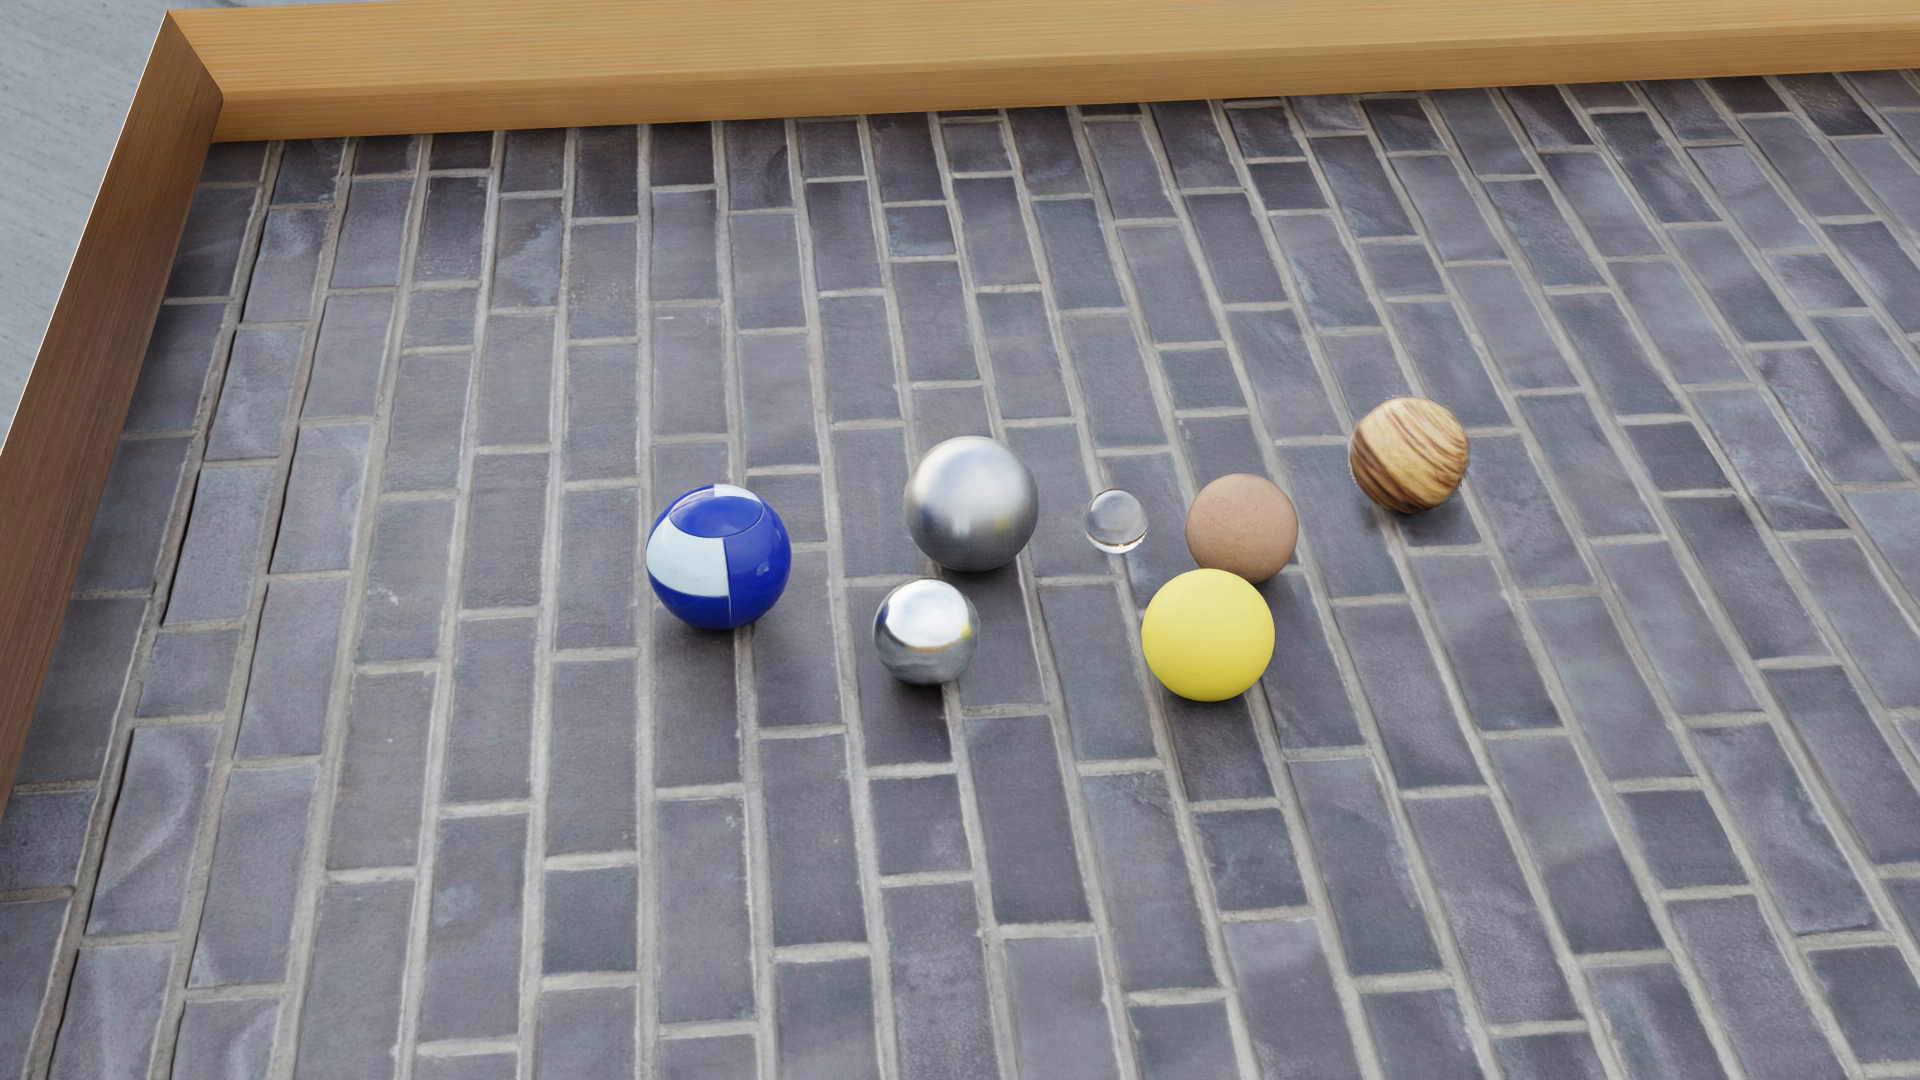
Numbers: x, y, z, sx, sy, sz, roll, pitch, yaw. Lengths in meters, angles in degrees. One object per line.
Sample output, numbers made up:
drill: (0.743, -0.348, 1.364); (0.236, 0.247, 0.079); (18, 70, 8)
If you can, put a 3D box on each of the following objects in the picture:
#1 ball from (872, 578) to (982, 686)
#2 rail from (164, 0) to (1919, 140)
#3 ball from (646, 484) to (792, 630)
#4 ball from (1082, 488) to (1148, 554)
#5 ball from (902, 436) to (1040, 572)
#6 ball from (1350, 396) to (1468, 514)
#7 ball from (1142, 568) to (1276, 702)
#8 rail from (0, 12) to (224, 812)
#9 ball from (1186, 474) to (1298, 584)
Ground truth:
ball: (-0.022, 0.060, 1.680); (0.071, 0.071, 0.071); (0, 35, 0)
rail: (0.557, -0.474, 2.384); (2.525, 0.128, 0.045); (-3, 35, -5)
ball: (-0.162, 0.012, 1.725); (0.098, 0.098, 0.098); (0, 35, 0)
ball: (0.110, -0.013, 1.805); (0.046, 0.046, 0.046); (0, 35, 0)
ball: (0.008, -0.025, 1.780); (0.095, 0.095, 0.095); (0, 35, 0)
ball: (0.322, -0.061, 1.841); (0.084, 0.084, 0.084); (0, 35, 0)
ball: (0.161, 0.062, 1.665); (0.086, 0.086, 0.086); (0, 35, 0)
rail: (-0.605, 0.014, 1.695); (0.045, 0.128, 1.499); (-3, 35, -5)
ball: (0.195, -0.007, 1.770); (0.078, 0.078, 0.078); (0, 35, 0)
